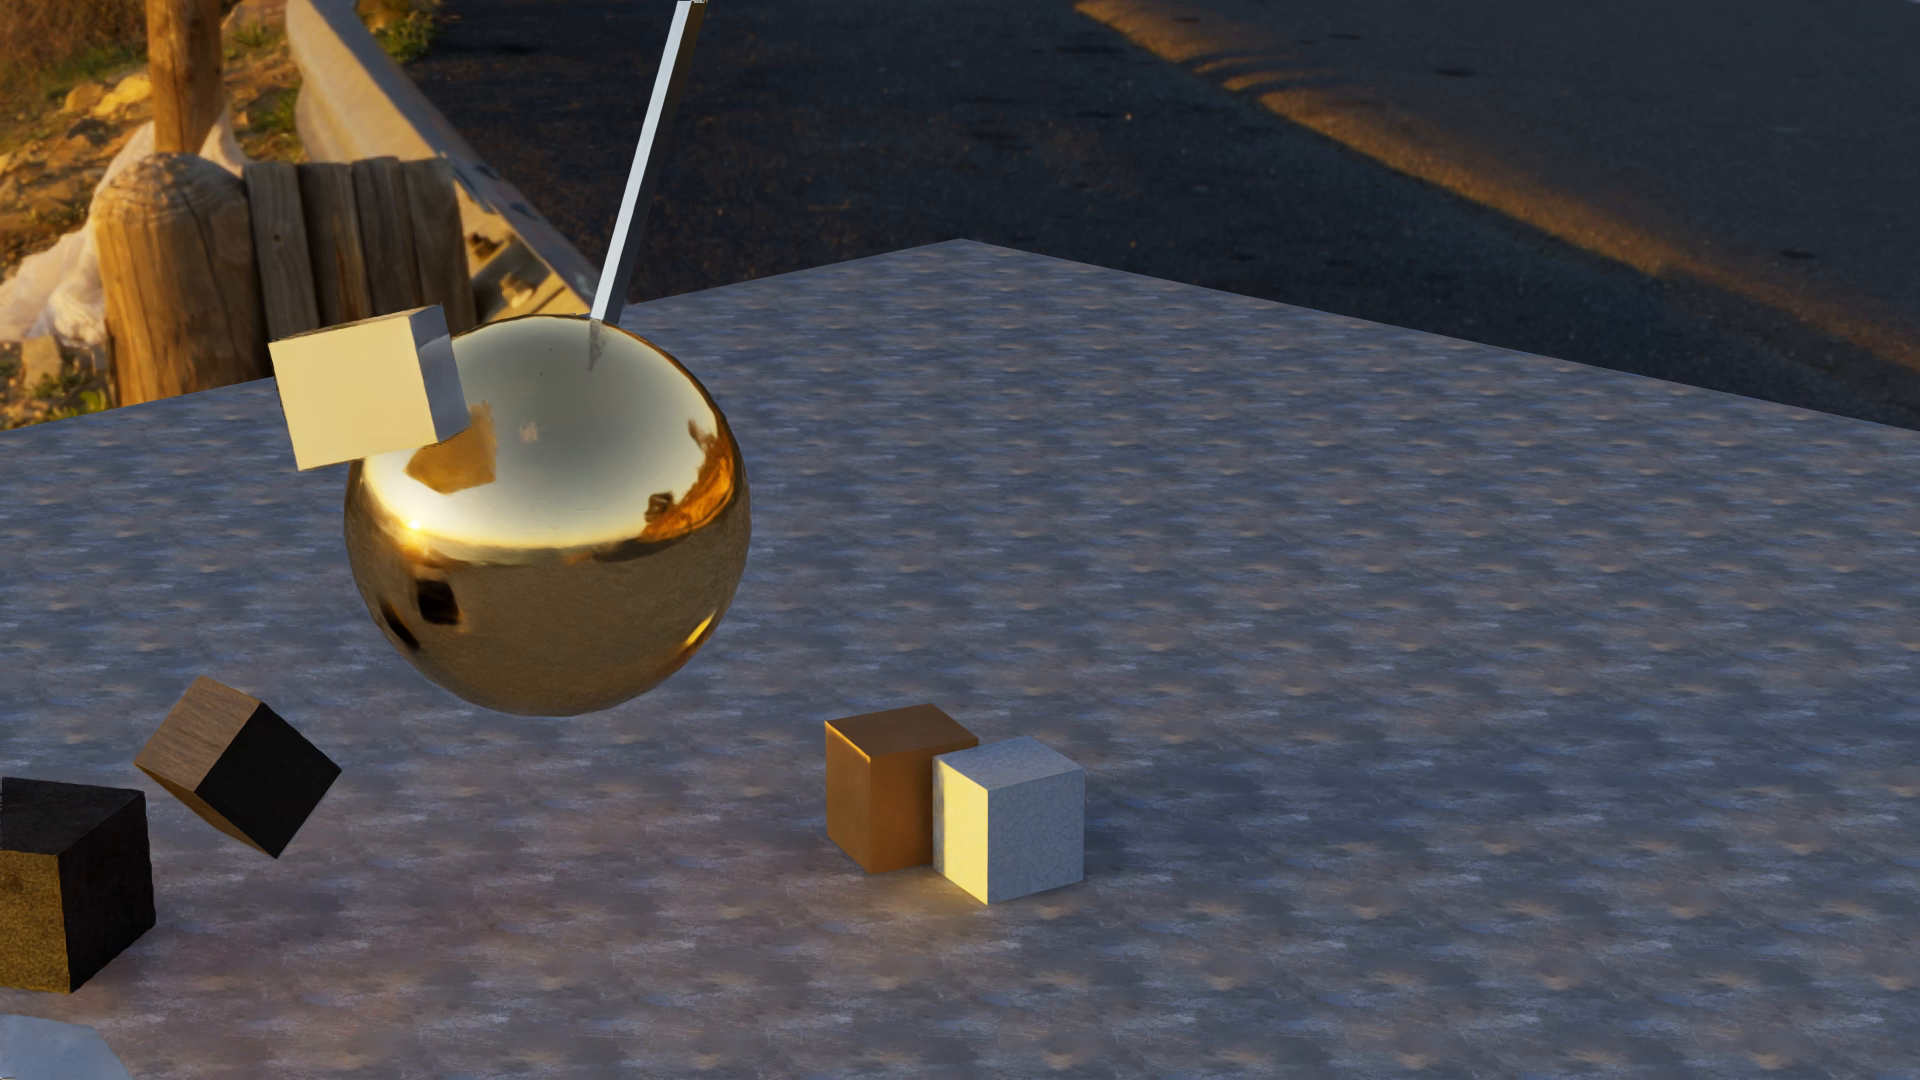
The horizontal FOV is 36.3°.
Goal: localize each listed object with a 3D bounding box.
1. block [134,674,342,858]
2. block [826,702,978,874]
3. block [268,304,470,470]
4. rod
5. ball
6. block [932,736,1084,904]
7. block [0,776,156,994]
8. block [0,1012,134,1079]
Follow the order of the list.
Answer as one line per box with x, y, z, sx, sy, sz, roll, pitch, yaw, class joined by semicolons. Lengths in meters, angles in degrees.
-2.657;0.832;10.791;0.447;0.458;0.403;15;64;45;block
-0.273;1.156;13.703;0.549;0.578;0.510;-8;19;-25;block
-2.143;-0.563;10.675;0.522;0.463;0.462;-11;9;7;block
-0.704;-3.368;11.545;0.080;5.200;0.080;17;1;42;rod
-1.625;-0.096;11.608;1.600;1.600;1.600;0;17;0;ball
0.219;1.271;13.379;0.515;0.552;0.476;-10;20;-30;block
-3.967;1.474;12.603;0.678;0.631;0.724;4;18;13;block
-3.380;2.045;10.499;0.626;0.499;0.506;20;9;-45;block
